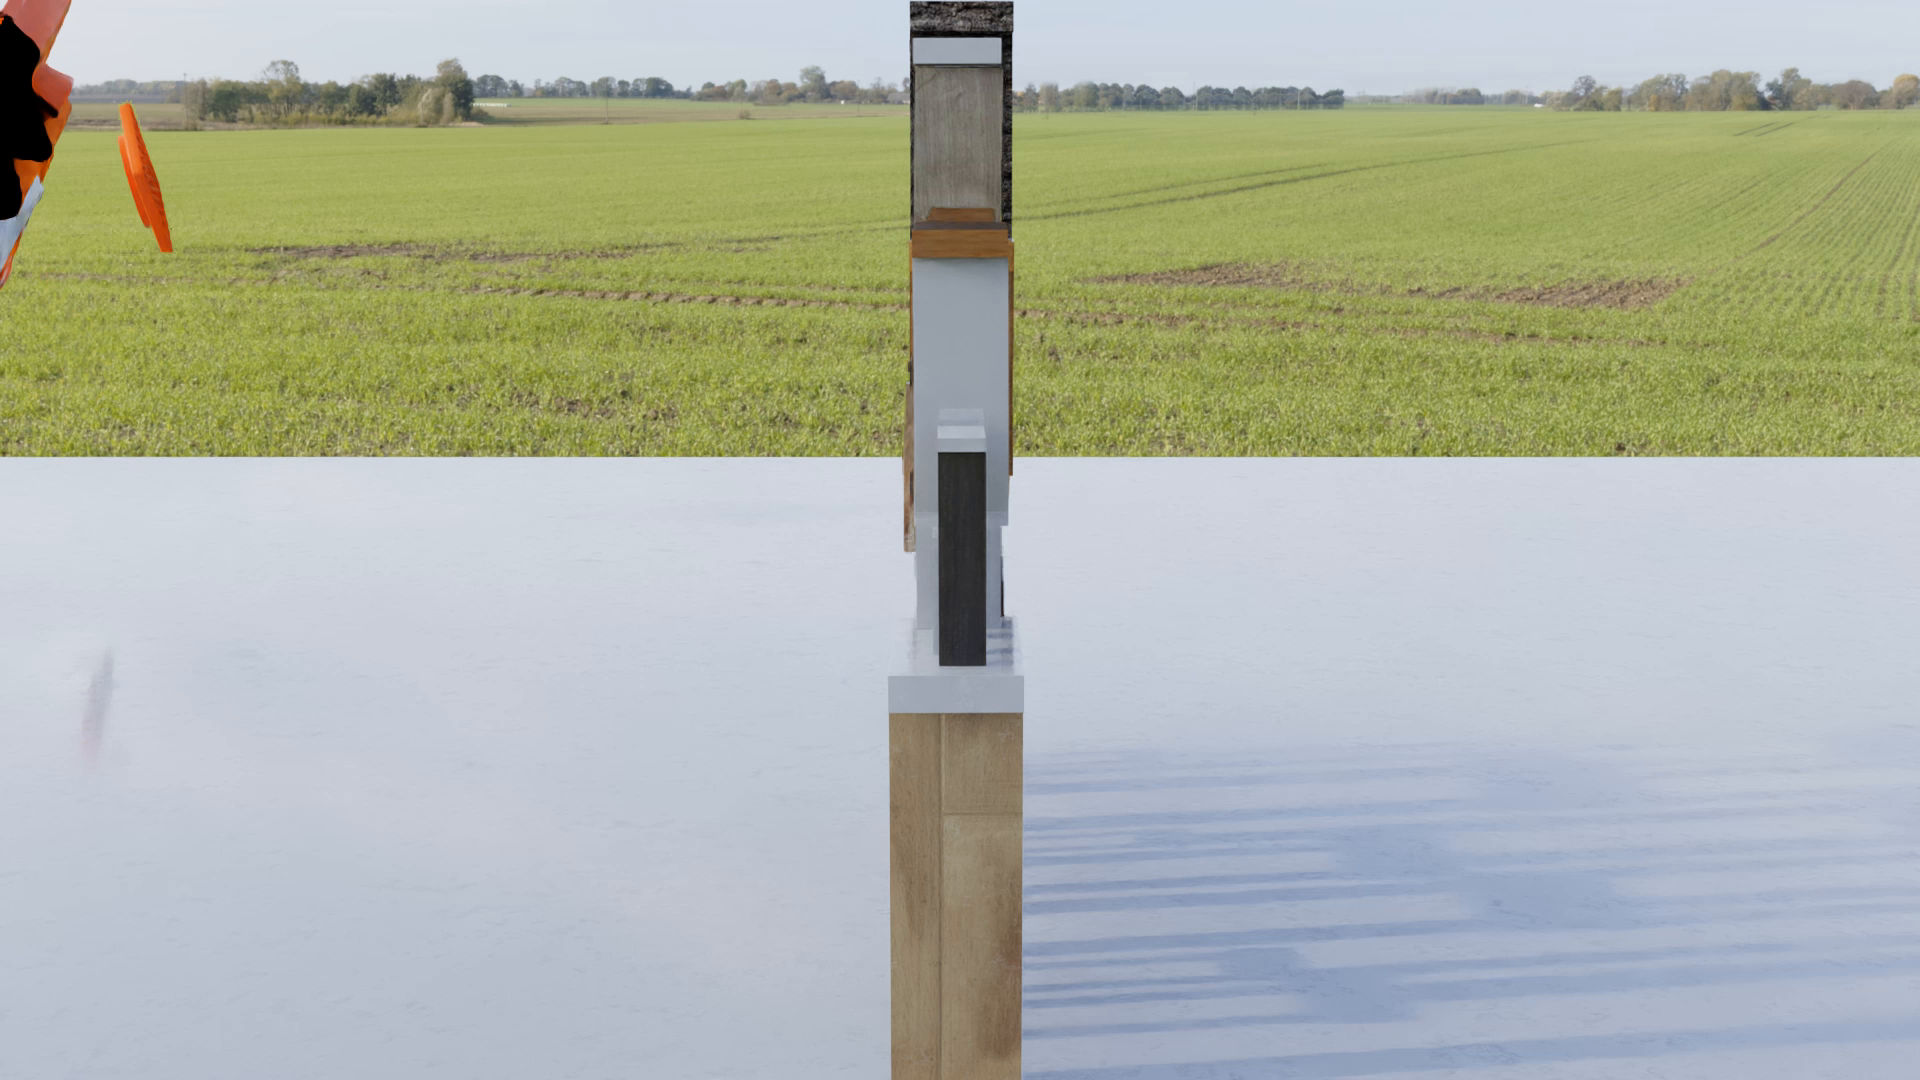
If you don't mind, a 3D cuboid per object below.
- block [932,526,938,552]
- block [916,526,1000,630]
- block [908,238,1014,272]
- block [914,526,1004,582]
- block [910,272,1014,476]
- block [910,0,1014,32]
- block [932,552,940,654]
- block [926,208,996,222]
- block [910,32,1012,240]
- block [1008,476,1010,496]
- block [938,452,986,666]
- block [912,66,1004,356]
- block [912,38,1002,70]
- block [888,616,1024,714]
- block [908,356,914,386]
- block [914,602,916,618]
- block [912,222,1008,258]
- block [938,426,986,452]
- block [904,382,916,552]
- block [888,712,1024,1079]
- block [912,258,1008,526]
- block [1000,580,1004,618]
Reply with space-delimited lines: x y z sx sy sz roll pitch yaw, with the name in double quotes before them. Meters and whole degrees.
"block" -0.002 -0.005 2.900 0.069 0.020 0.138 0 10 0
"block" -0.002 0.006 3.016 0.115 0.230 0.033 0 10 0
"block" 0.004 -0.514 3.905 0.179 0.051 0.357 0 11 0
"block" 0.000 0.020 3.688 0.143 0.041 0.286 0 10 1
"block" 0.003 -0.292 3.825 0.179 0.357 0.051 0 11 0
"block" 0.003 -0.911 3.861 0.174 0.049 0.348 0 11 0
"block" -0.001 0.080 2.868 0.069 0.138 0.020 0 10 0
"block" 0.001 -0.480 3.365 0.099 0.028 0.198 1 18 3
"block" 0.002 -0.694 3.783 0.174 0.348 0.049 0 11 0
"block" 0.004 -0.299 4.066 0.179 0.430 0.051 0 11 0
"block" 0.003 0.023 2.792 0.060 0.278 0.017 0 10 0
"block" -0.004 -0.522 3.517 0.138 0.457 0.039 2 13 3
"block" -0.004 -0.780 3.555 0.138 0.039 0.275 0 8 0
"block" -0.005 0.163 2.932 0.171 0.048 0.342 0 10 0
"block" -0.011 -0.287 3.629 0.135 0.038 0.271 0 10 1
"block" -0.002 0.157 4.056 0.166 0.047 0.331 0 11 0
"block" 0.001 -0.403 2.947 0.125 0.035 0.249 0 11 0
"block" 0.002 -0.129 2.805 0.060 0.017 0.121 0 10 0
"block" -0.021 -0.117 3.560 0.135 0.271 0.038 1 9 3
"block" -0.005 0.468 2.872 0.171 0.530 0.048 0 11 0
"block" 0.002 -0.196 2.901 0.125 0.355 0.035 0 10 0
"block" 0.000 0.198 3.624 0.143 0.286 0.041 0 11 0
